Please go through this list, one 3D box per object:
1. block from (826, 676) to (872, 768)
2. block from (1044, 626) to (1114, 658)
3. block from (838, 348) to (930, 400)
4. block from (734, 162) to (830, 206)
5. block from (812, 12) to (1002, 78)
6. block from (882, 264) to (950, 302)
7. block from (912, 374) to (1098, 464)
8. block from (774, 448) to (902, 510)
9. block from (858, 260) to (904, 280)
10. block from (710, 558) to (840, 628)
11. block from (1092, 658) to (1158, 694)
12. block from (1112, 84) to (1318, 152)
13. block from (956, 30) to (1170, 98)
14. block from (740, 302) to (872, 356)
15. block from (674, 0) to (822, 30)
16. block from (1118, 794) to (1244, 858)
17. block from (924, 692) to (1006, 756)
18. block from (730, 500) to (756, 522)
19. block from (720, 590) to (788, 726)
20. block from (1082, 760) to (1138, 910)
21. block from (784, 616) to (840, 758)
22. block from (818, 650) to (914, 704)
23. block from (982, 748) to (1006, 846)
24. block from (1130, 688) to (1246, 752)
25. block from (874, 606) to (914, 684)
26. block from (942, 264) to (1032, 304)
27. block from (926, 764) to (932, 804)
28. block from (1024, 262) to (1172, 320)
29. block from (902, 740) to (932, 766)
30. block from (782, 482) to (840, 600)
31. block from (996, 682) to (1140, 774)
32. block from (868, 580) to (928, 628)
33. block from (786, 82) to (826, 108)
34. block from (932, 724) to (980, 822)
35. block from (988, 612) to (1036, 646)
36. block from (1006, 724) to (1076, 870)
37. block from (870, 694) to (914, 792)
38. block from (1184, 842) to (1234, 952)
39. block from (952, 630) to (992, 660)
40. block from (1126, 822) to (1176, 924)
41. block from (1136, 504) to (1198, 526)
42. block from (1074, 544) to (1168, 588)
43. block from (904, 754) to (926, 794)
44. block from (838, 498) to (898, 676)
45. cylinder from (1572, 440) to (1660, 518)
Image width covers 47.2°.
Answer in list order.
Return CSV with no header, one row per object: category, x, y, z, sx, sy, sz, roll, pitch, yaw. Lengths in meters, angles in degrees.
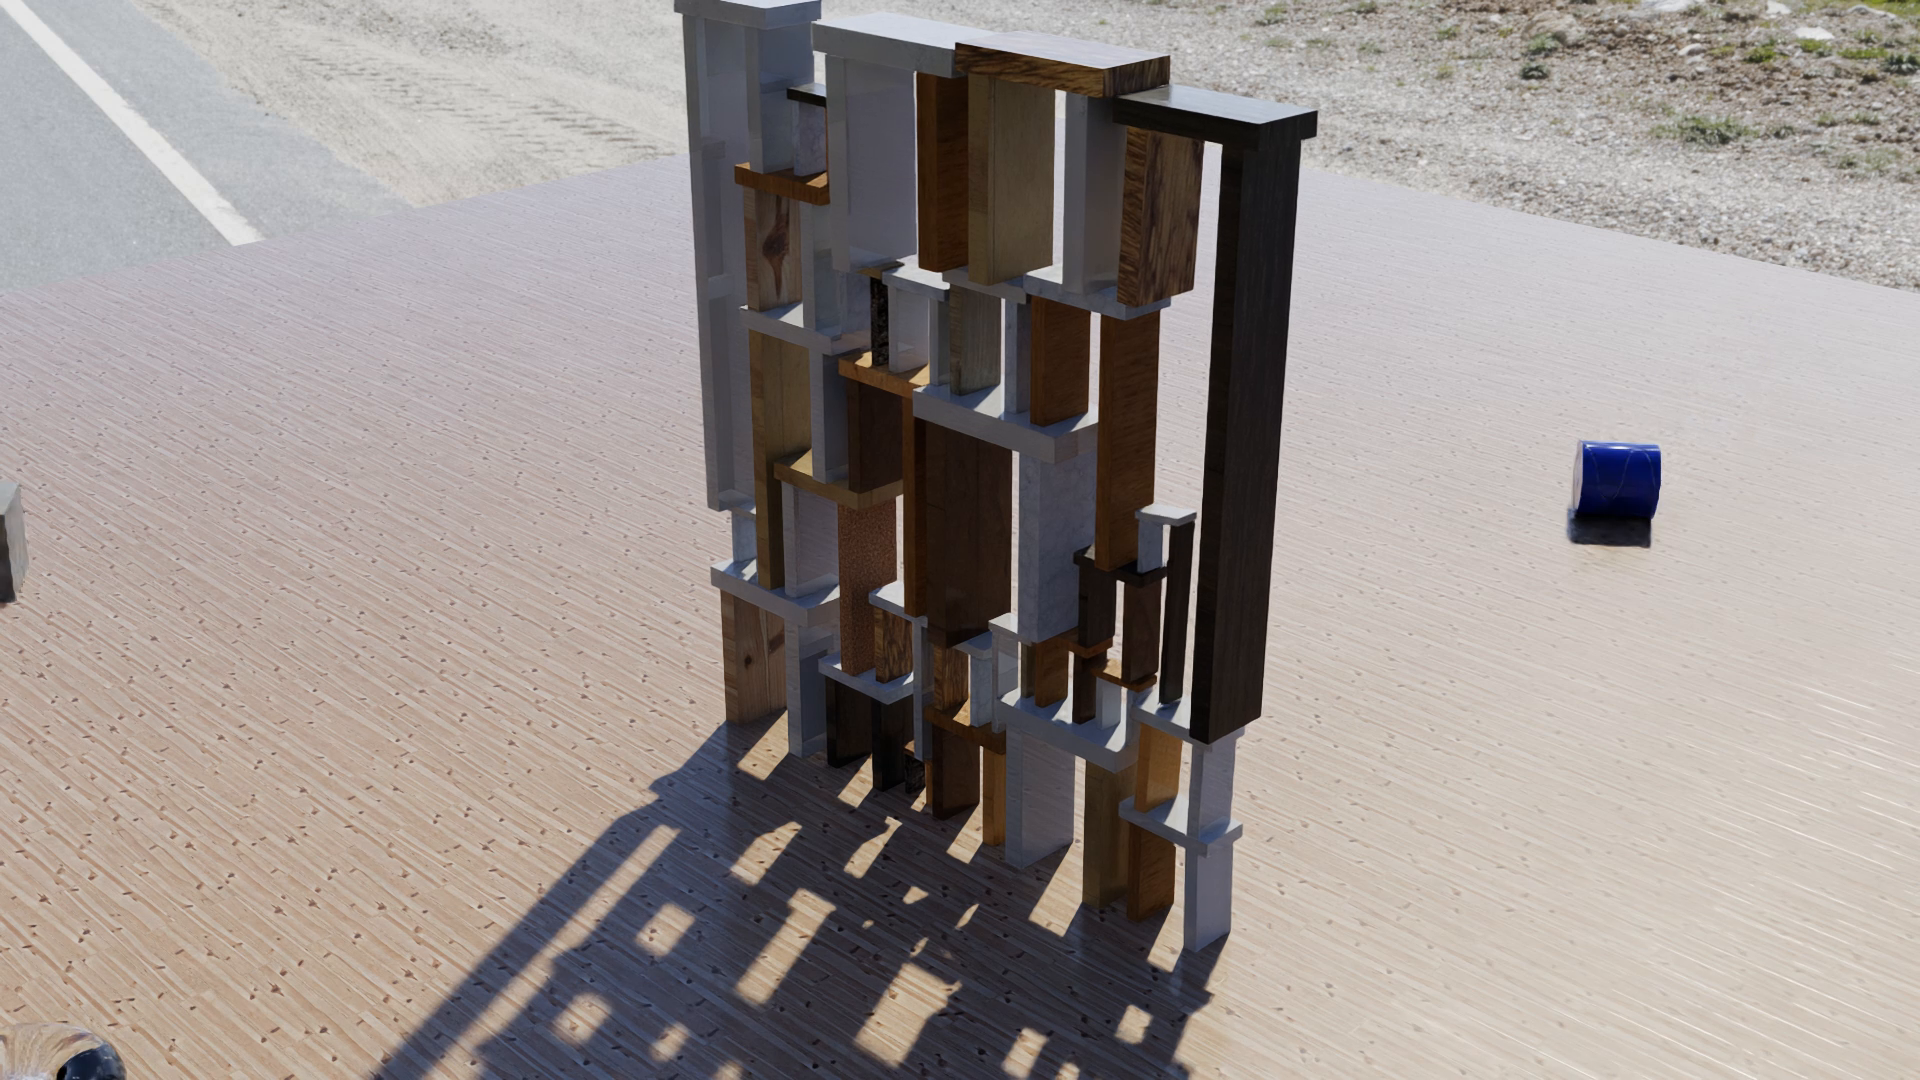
block,-0.232,0.367,4.628,0.030,0.210,0.105,21,31,41
block,0.207,0.178,4.070,0.141,0.020,0.071,21,31,41
block,-0.110,-0.319,4.212,0.117,0.033,0.234,-21,31,-40
block,-0.307,-0.697,4.256,0.251,0.036,0.126,21,31,41
block,-0.080,-0.887,3.927,0.351,0.050,0.175,21,31,39
block,-0.058,-0.479,4.089,0.083,0.023,0.166,-21,31,-41
block,0.103,-0.230,4.020,0.180,0.051,0.359,-21,31,-40
block,-0.246,-0.126,4.445,0.254,0.036,0.127,21,31,41
block,-0.172,-0.524,4.181,0.129,0.018,0.064,21,31,41
block,-0.369,0.098,4.669,0.314,0.044,0.157,21,31,41
block,0.299,0.246,4.000,0.108,0.015,0.054,19,30,38
block,0.403,-0.673,3.495,0.148,0.042,0.297,-21,30,-40
block,0.170,-0.802,3.695,0.336,0.048,0.168,21,31,40
block,-0.296,-0.429,4.363,0.274,0.039,0.137,21,31,40
block,-0.410,-1.026,4.225,0.139,0.039,0.277,-21,31,-40
block,0.400,0.508,3.996,0.205,0.029,0.103,22,32,39
block,0.043,0.358,4.336,0.211,0.030,0.106,21,31,41
block,-0.434,-0.064,4.675,0.116,0.016,0.058,21,31,41
block,-0.443,0.234,4.807,0.044,0.314,0.157,21,31,41
block,0.299,0.528,4.129,0.043,0.302,0.151,21,31,41
block,-0.295,0.292,4.671,0.044,0.314,0.157,21,31,41
block,-0.183,0.276,4.536,0.210,0.030,0.105,21,31,41
block,0.092,0.489,4.337,0.030,0.211,0.106,21,31,41
block,0.402,0.318,3.895,0.186,0.026,0.093,22,31,39
block,-0.133,0.200,4.460,0.084,0.168,0.024,-21,31,-41
block,0.078,-0.468,3.945,0.104,0.030,0.209,-21,31,-41
block,-0.049,0.491,4.487,0.046,0.092,0.013,-21,31,-40
block,0.235,-0.430,3.782,0.118,0.033,0.236,-21,31,-41
block,-0.071,0.434,4.487,0.046,0.013,0.092,-21,31,-40
block,-0.306,-0.016,4.557,0.127,0.254,0.036,-21,31,-41
block,0.228,0.341,4.128,0.302,0.043,0.151,21,31,41
block,-0.094,0.127,4.386,0.084,0.024,0.168,-21,31,-40
block,-0.252,-0.836,4.143,0.072,0.020,0.144,-21,31,-40
block,-0.007,0.450,4.429,0.030,0.211,0.106,21,31,41
block,0.114,0.170,4.169,0.112,0.016,0.056,21,31,40
block,0.156,0.472,4.261,0.043,0.302,0.151,21,31,41
block,-0.133,0.405,4.537,0.030,0.210,0.105,21,31,41
block,0.452,0.636,3.997,0.029,0.205,0.103,20,30,41
block,0.018,0.191,4.283,0.075,0.021,0.149,-21,31,-41
block,0.357,0.599,4.086,0.103,0.205,0.029,-21,31,-41
block,0.358,-0.043,3.817,0.049,0.014,0.099,-20,22,-39
block,0.288,0.043,3.931,0.157,0.022,0.079,21,31,40
block,-0.092,0.474,4.527,0.046,0.092,0.013,-21,30,-41
block,-0.186,0.085,4.470,0.036,0.373,0.127,21,31,41
cylinder,1.757,-0.164,5.892,0.199,0.199,0.199,4,23,8
